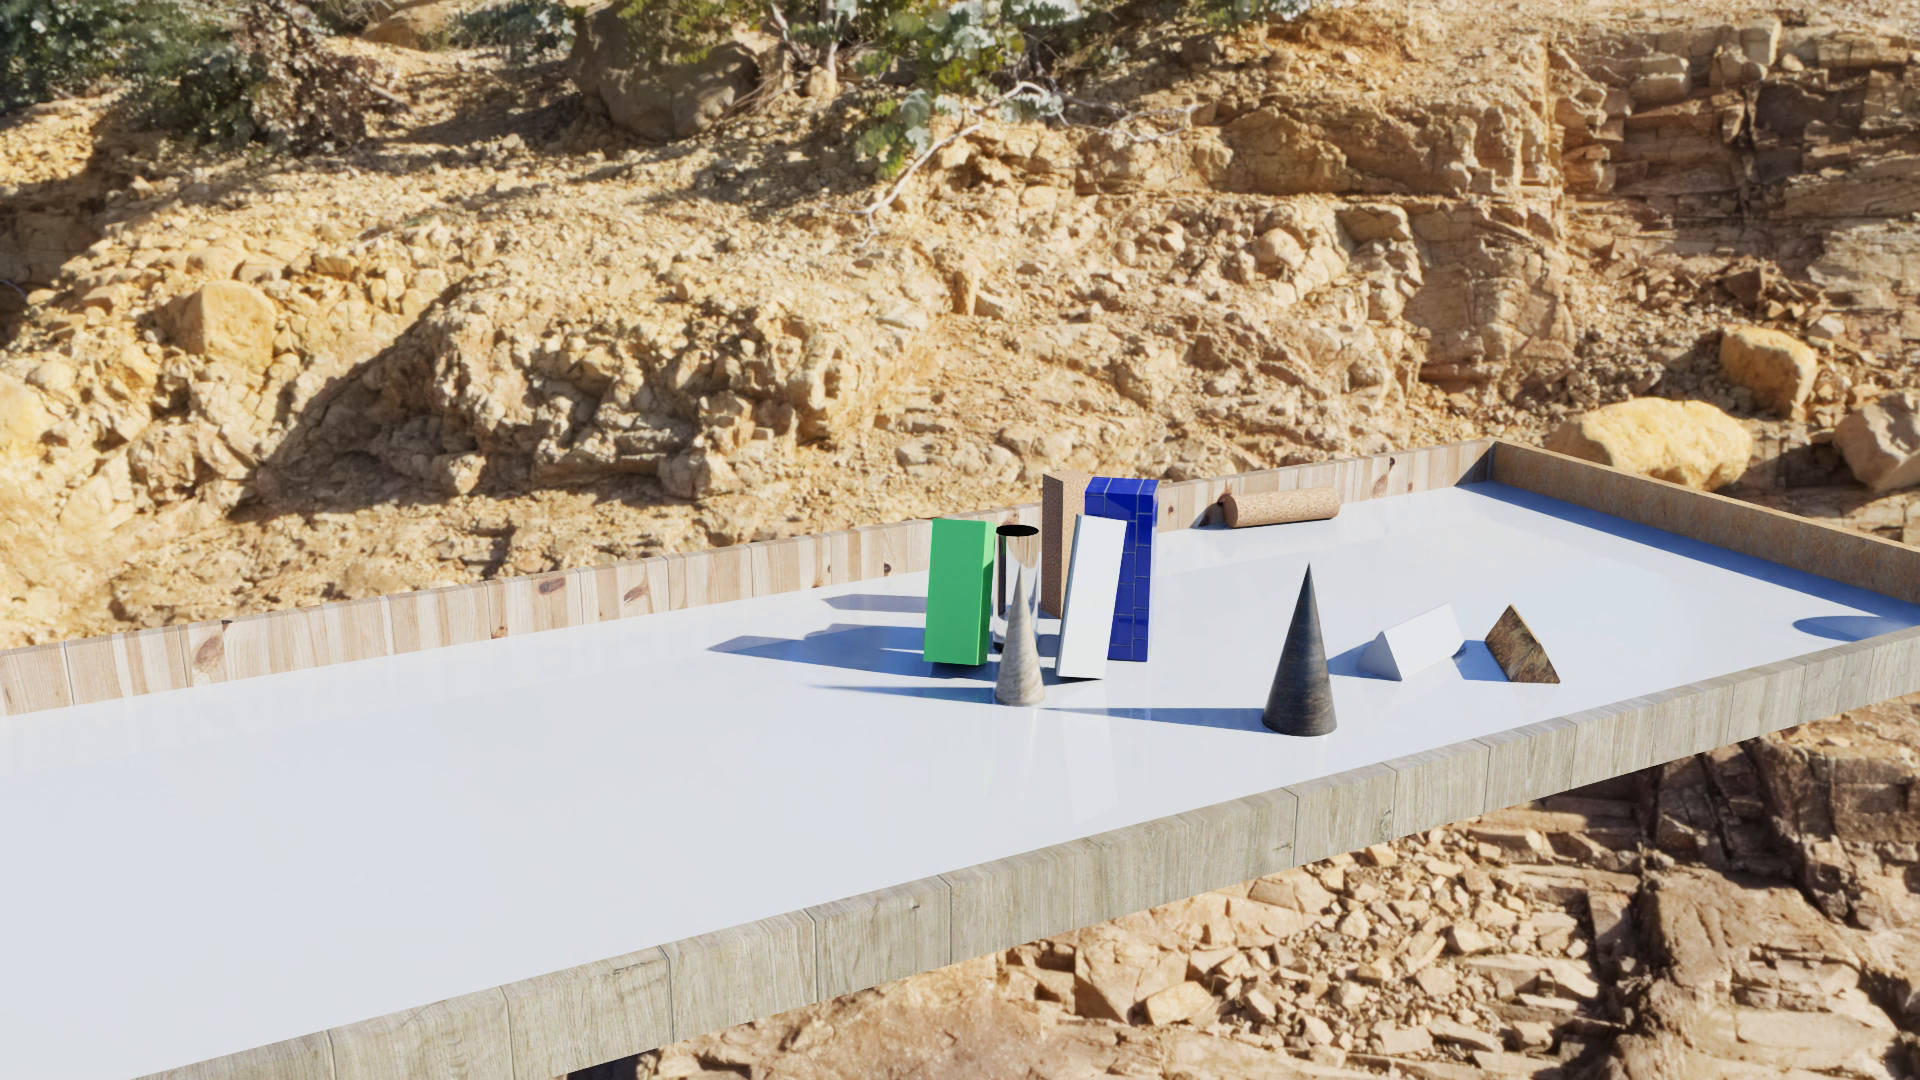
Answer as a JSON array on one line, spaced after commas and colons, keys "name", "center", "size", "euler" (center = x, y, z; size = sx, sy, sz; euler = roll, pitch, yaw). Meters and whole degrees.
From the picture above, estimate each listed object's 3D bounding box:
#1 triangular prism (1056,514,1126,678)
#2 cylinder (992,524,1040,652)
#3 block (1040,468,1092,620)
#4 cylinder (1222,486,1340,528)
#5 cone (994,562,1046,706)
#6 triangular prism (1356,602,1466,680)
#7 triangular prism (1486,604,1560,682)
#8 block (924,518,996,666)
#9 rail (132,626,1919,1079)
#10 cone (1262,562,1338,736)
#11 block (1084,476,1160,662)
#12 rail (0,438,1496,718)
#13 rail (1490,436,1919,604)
[{"name": "triangular prism", "center": [0.301, 0.138, 4.169], "size": [0.140, 0.401, 0.122], "euler": [6, 4, -29]}, {"name": "cylinder", "center": [0.147, 0.129, 4.345], "size": [0.119, 0.321, 0.119], "euler": [0, 16, 0]}, {"name": "block", "center": [0.302, 0.011, 4.612], "size": [0.106, 0.397, 0.106], "euler": [-9, 19, -28]}, {"name": "cylinder", "center": [1.081, -0.112, 5.544], "size": [0.386, 0.108, 0.108], "euler": [-6, 17, -18]}, {"name": "cone", "center": [0.146, 0.215, 3.997], "size": [0.126, 0.350, 0.126], "euler": [0, 15, 0]}, {"name": "triangular prism", "center": [1.178, 0.253, 4.280], "size": [0.323, 0.115, 0.133], "euler": [-16, 23, -43]}, {"name": "triangular prism", "center": [1.455, 0.263, 4.264], "size": [0.121, 0.104, 0.305], "euler": [1, 16, 5]}, {"name": "block", "center": [0.001, 0.131, 4.222], "size": [0.138, 0.362, 0.138], "euler": [4, -1, 12]}, {"name": "rail", "center": [-2.336, 1.006, 1.665], "size": [12.000, 0.150, 0.050], "euler": [-9, 18, -27]}, {"name": "cone", "center": [0.801, 0.238, 3.836], "size": [0.176, 0.400, 0.176], "euler": [0, 16, 0]}, {"name": "block", "center": [0.418, 0.074, 4.313], "size": [0.174, 0.443, 0.174], "euler": [3, 16, 11]}, {"name": "rail", "center": [-3.305, 0.497, 3.399], "size": [12.000, 0.150, 0.050], "euler": [-9, 18, -27]}, {"name": "rail", "center": [2.466, -0.048, 5.253], "size": [0.050, 0.150, 2.100], "euler": [-9, 18, -27]}]
